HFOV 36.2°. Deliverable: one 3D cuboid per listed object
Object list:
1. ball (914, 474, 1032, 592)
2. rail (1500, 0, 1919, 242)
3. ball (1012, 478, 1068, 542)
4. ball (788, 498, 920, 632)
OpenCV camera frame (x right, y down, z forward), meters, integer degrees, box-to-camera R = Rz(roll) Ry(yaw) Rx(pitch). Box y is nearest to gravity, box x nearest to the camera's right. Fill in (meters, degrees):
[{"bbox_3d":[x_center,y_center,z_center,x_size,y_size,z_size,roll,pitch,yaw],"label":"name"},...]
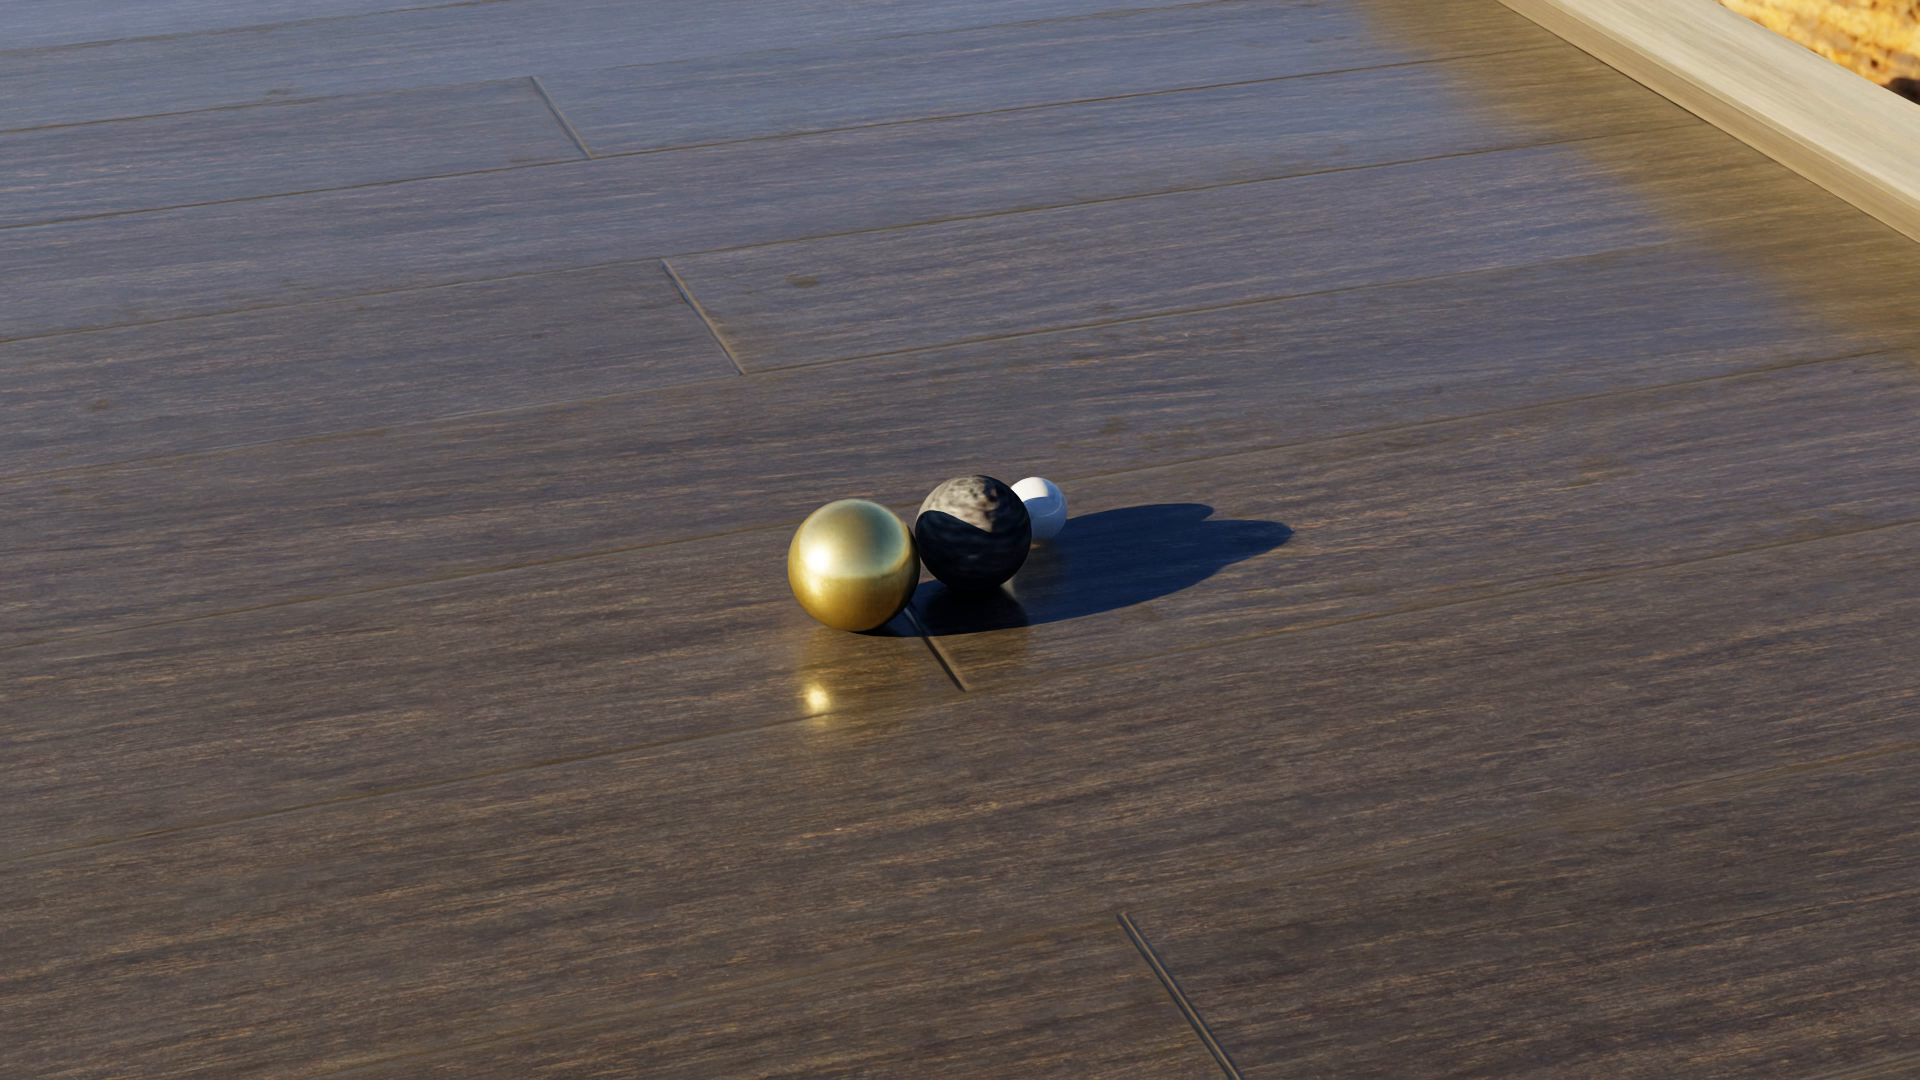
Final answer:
[{"bbox_3d":[0.009,-0.005,1.899,0.076,0.076,0.076,0,27,0],"label":"ball"},{"bbox_3d":[0.590,-0.540,2.898,0.045,0.109,3.494,-9,29,-17],"label":"rail"},{"bbox_3d":[0.050,-0.020,1.964,0.044,0.044,0.044,0,27,0],"label":"ball"},{"bbox_3d":[-0.067,0.016,1.851,0.084,0.084,0.084,0,27,0],"label":"ball"}]
